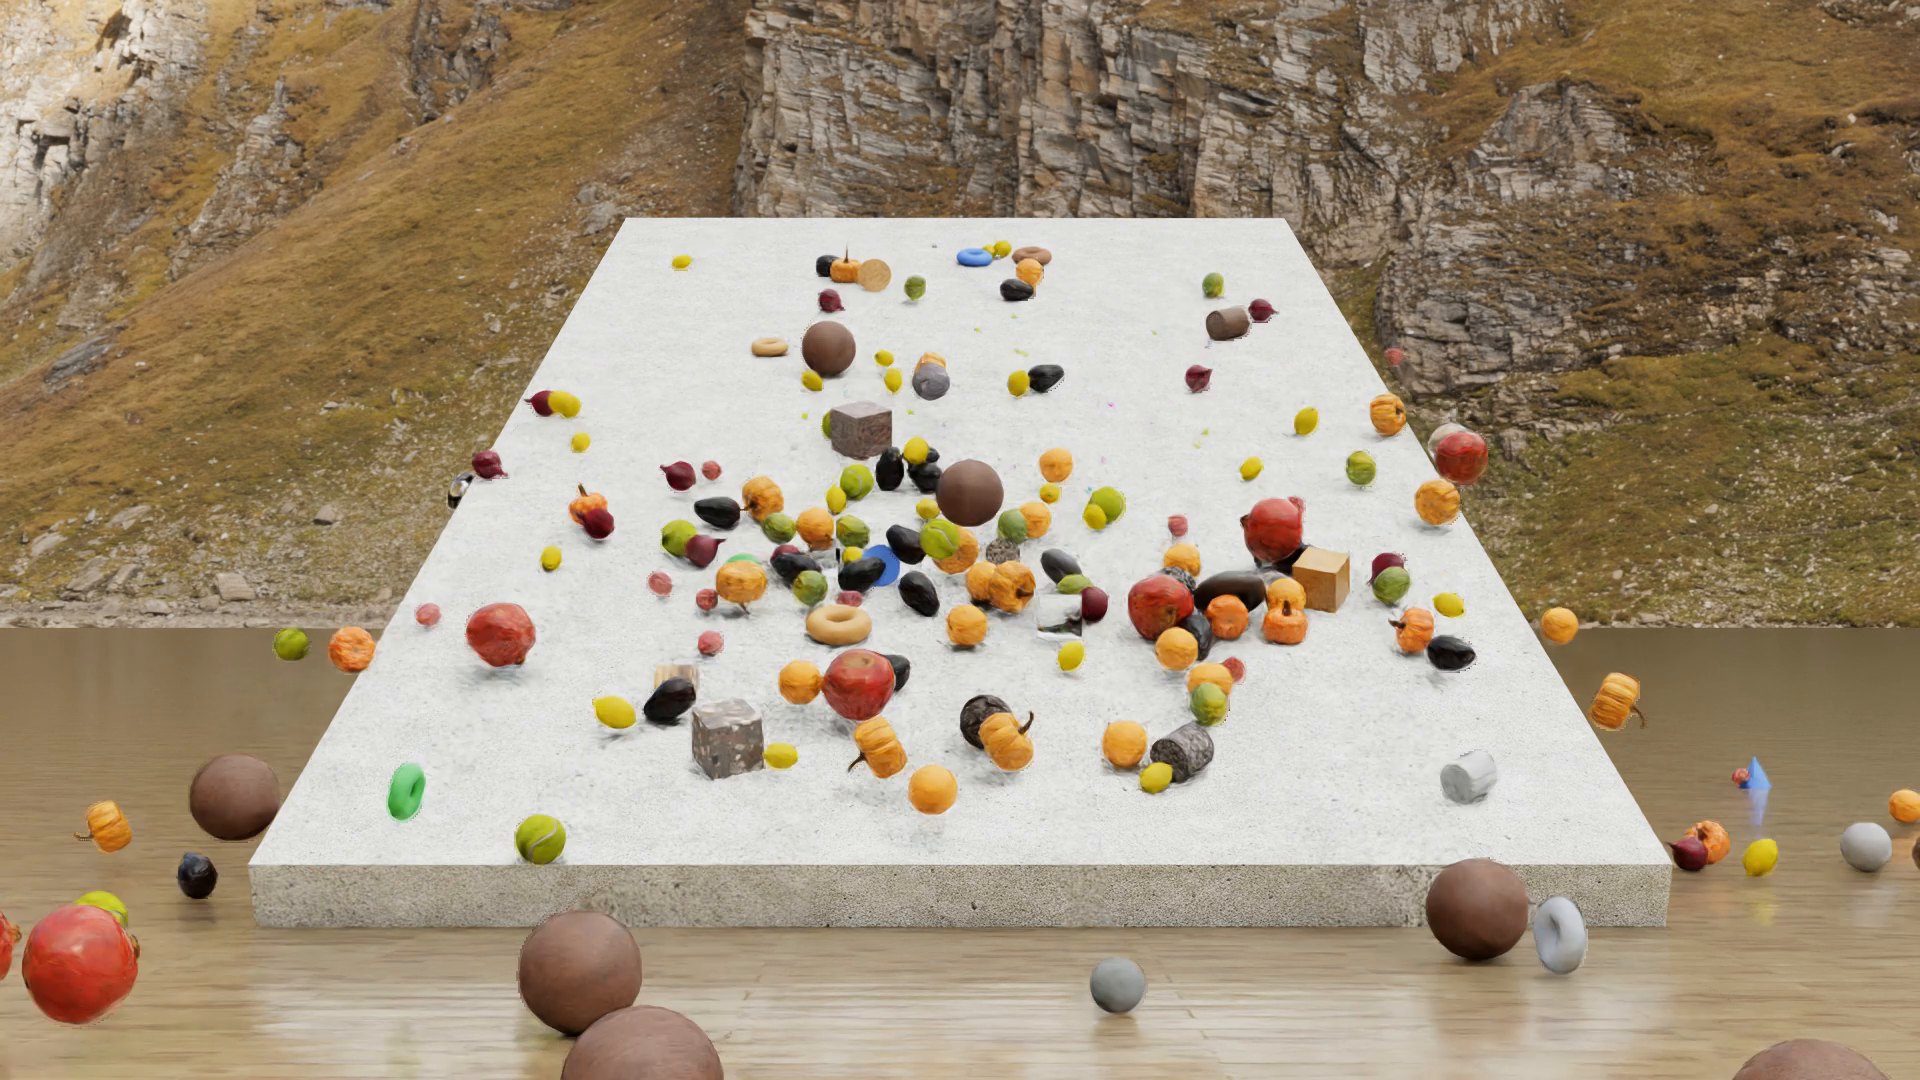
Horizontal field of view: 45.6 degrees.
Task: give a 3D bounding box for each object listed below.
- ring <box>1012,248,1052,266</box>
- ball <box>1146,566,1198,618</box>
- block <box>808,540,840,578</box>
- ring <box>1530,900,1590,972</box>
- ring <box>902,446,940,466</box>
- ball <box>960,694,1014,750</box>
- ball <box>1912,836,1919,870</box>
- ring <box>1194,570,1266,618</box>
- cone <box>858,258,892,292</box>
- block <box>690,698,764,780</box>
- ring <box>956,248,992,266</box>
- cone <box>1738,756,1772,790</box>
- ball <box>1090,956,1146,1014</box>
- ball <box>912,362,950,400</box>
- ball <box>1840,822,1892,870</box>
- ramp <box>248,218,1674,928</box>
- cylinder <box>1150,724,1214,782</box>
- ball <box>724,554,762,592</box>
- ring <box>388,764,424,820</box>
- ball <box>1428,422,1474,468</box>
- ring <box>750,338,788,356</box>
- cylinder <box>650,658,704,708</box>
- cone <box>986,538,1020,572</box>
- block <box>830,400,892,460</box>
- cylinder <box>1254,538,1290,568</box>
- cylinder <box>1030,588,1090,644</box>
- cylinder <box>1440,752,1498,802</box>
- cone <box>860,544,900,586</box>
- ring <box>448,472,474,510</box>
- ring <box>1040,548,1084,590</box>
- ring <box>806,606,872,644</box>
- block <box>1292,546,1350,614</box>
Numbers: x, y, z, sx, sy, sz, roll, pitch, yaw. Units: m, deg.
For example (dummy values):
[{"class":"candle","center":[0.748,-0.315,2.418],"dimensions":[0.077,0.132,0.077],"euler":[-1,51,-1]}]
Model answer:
[{"class":"ring","center":[0.203,-0.796,6.409],"dimensions":[0.111,0.037,0.111],"euler":[-1,22,0]},{"class":"ball","center":[0.374,0.091,4.026],"dimensions":[0.090,0.090,0.090],"euler":[0,-2,0]},{"class":"block","center":[-0.253,0.034,4.225],"dimensions":[0.052,0.052,0.052],"euler":[-4,21,-10]},{"class":"ring","center":[0.730,0.481,2.776],"dimensions":[0.031,0.094,0.094],"euler":[-19,5,-23]},{"class":"ring","center":[-0.083,-0.178,4.814],"dimensions":[0.079,0.026,0.079],"euler":[1,22,0]},{"class":"ball","center":[0.041,0.282,3.536],"dimensions":[0.084,0.084,0.084],"euler":[0,-2,0]},{"class":"ball","center":[1.643,0.527,3.826],"dimensions":[0.086,0.086,0.086],"euler":[0,-2,0]},{"class":"ring","center":[0.472,0.096,3.992],"dimensions":[0.129,0.043,0.129],"euler":[-8,-30,-4]},{"class":"cone","center":[-0.230,-0.706,6.168],"dimensions":[0.091,0.091,0.091],"euler":[0,-6,0]},{"class":"block","center":[-0.355,0.303,3.480],"dimensions":[0.084,0.084,0.084],"euler":[-10,23,-24]},{"class":"ring","center":[0.041,-0.792,6.403],"dimensions":[0.102,0.034,0.102],"euler":[3,23,-1]},{"class":"cone","center":[2.068,0.603,5.936],"dimensions":[0.083,0.083,0.083],"euler":[0,-2,0]},{"class":"ball","center":[0.174,0.493,2.525],"dimensions":[0.062,0.062,0.062],"euler":[0,-2,0]},{"class":"ball","center":[-0.064,-0.344,4.963],"dimensions":[0.081,0.081,0.081],"euler":[0,-2,0]},{"class":"ball","center":[1.577,0.533,3.971],"dimensions":[0.085,0.085,0.085],"euler":[0,-2,0]},{"class":"ramp","center":[-0.006,-0.215,5.086],"dimensions":[2.000,0.100,4.000],"euler":[0,21,0]},{"class":"cylinder","center":[0.337,0.322,3.454],"dimensions":[0.069,0.069,0.069],"euler":[-2,15,42]},{"class":"ball","center":[-0.394,0.060,4.133],"dimensions":[0.070,0.070,0.070],"euler":[0,-2,0]},{"class":"ring","center":[-0.790,0.360,3.259],"dimensions":[0.028,0.083,0.083],"euler":[13,0,8]},{"class":"ball","center":[1.076,-0.207,4.998],"dimensions":[0.098,0.098,0.098],"euler":[0,-2,0]},{"class":"ring","center":[-0.464,-0.471,5.570],"dimensions":[0.094,0.031,0.094],"euler":[-1,20,0]},{"class":"cylinder","center":[-0.458,0.233,3.691],"dimensions":[0.063,0.063,0.063],"euler":[23,4,16]},{"class":"cone","center":[0.078,0.032,4.264],"dimensions":[0.065,0.065,0.065],"euler":[0,-6,-2]},{"class":"block","center":[-0.210,-0.235,4.866],"dimensions":[0.094,0.094,0.094],"euler":[-16,26,-36]},{"class":"cylinder","center":[0.580,0.024,4.252],"dimensions":[0.053,0.053,0.053],"euler":[-5,-1,-12]},{"class":"cylinder","center":[0.173,0.132,3.937],"dimensions":[0.076,0.076,0.076],"euler":[24,5,17]},{"class":"cylinder","center":[0.756,0.352,3.387],"dimensions":[0.060,0.060,0.060],"euler":[-18,10,-37]},{"class":"cone","center":[-0.138,0.051,4.205],"dimensions":[0.077,0.077,0.077],"euler":[0,-6,11]},{"class":"ring","center":[-1.042,-0.103,4.769],"dimensions":[0.029,0.087,0.087],"euler":[24,2,9]},{"class":"ring","center":[0.185,0.053,4.135],"dimensions":[0.030,0.091,0.091],"euler":[-46,19,-22]},{"class":"ring","center":[-0.210,0.146,3.952],"dimensions":[0.117,0.039,0.117],"euler":[1,20,0]},{"class":"block","center":[0.646,0.071,4.080],"dimensions":[0.080,0.080,0.080],"euler":[11,30,25]}]
